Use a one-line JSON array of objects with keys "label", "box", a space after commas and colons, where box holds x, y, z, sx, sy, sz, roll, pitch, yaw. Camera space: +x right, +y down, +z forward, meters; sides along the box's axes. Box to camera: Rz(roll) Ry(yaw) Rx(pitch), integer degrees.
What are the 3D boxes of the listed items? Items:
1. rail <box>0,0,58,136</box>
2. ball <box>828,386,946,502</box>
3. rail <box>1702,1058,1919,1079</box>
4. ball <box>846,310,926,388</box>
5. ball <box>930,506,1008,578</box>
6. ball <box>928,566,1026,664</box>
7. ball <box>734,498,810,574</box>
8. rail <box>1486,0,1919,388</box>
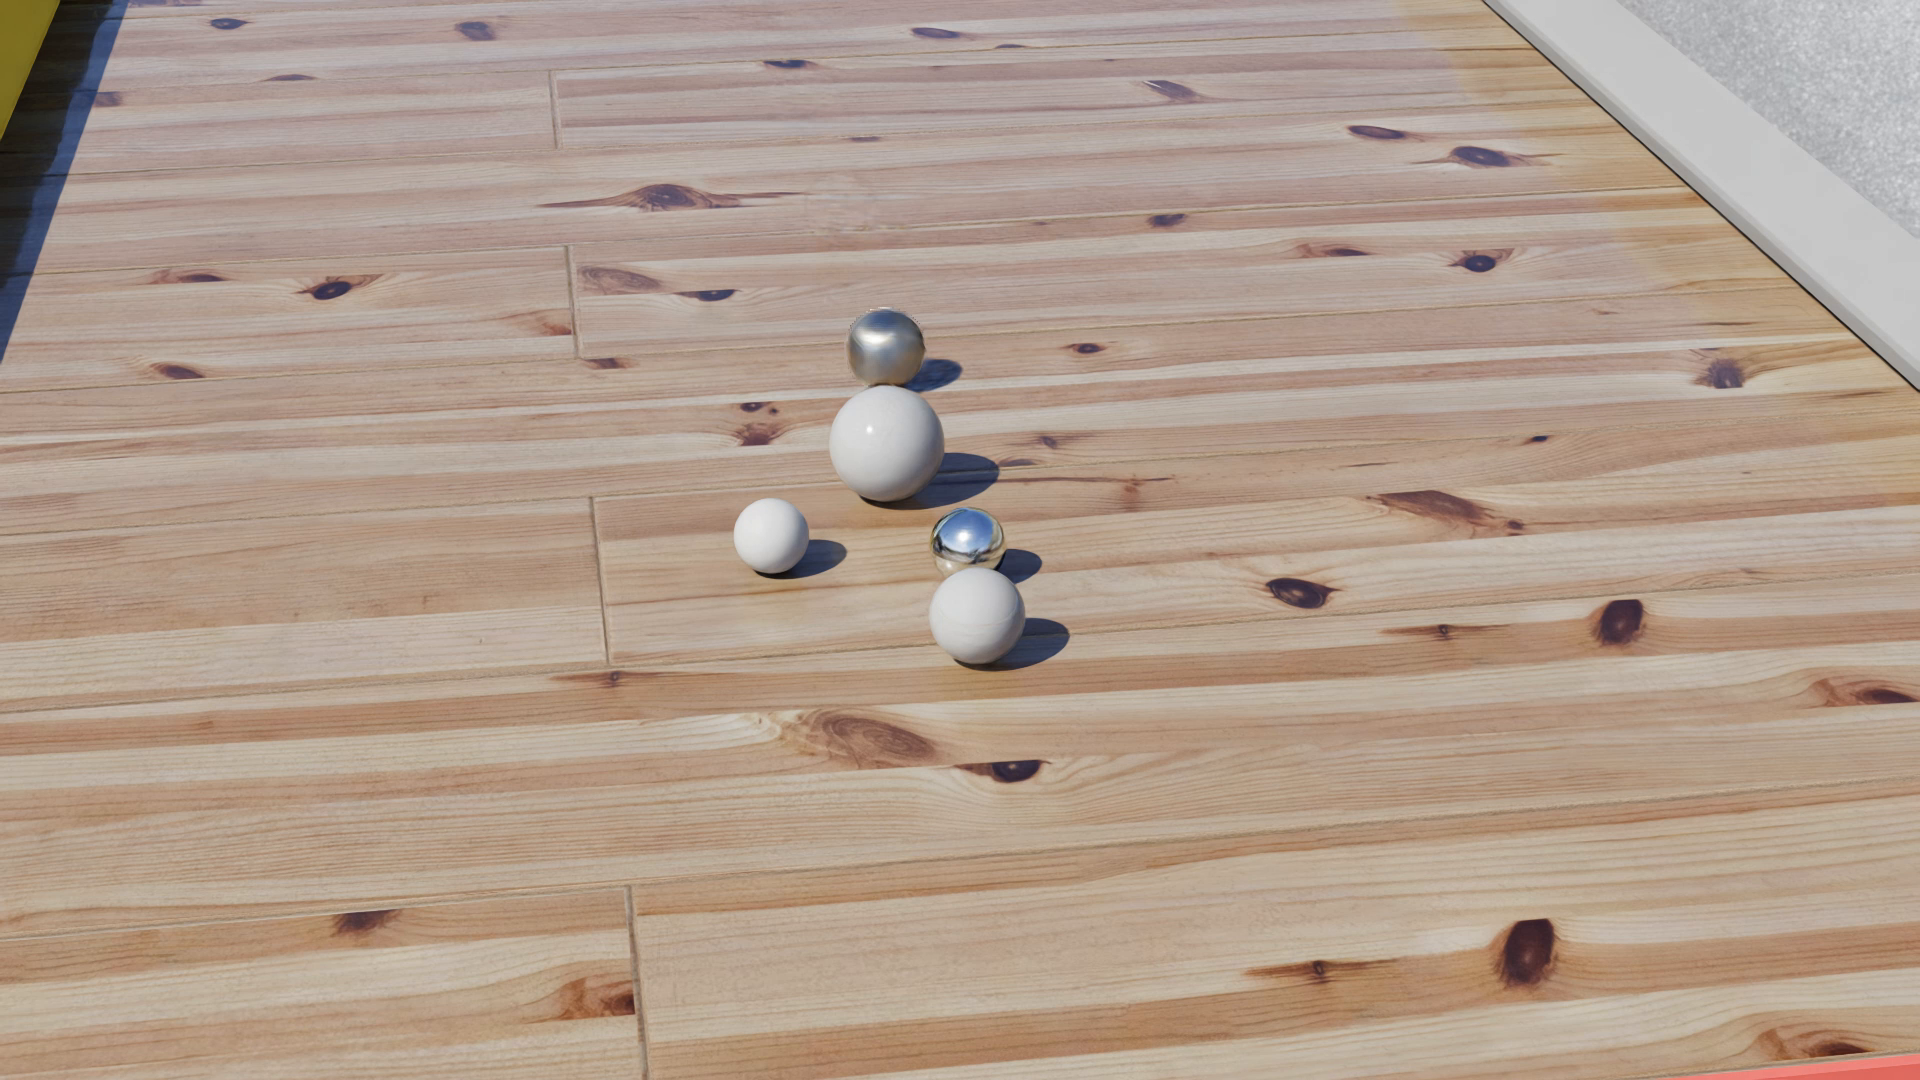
[{"label": "rail", "box": [-0.844, -0.288, 2.453, 0.045, 0.105, 2.891, -4, 27, -8]}, {"label": "ball", "box": [-0.051, -0.067, 2.036, 0.081, 0.081, 0.081, 0, 26, 0]}, {"label": "rail", "box": [0.106, 0.287, 1.296, 1.533, 0.105, 0.045, -4, 27, -8]}, {"label": "ball", "box": [-0.056, -0.143, 2.214, 0.060, 0.060, 0.060, 0, 26, 0]}, {"label": "ball", "box": [0.005, 0.004, 1.928, 0.051, 0.051, 0.051, 0, 26, 0]}, {"label": "ball", "box": [0.011, 0.047, 1.830, 0.061, 0.061, 0.061, 0, 26, 0]}, {"label": "ball", "box": [-0.124, -0.003, 1.942, 0.050, 0.050, 0.050, 0, 26, 0]}, {"label": "rail", "box": [0.624, -0.388, 2.655, 0.045, 0.105, 2.891, -4, 27, -8]}]
